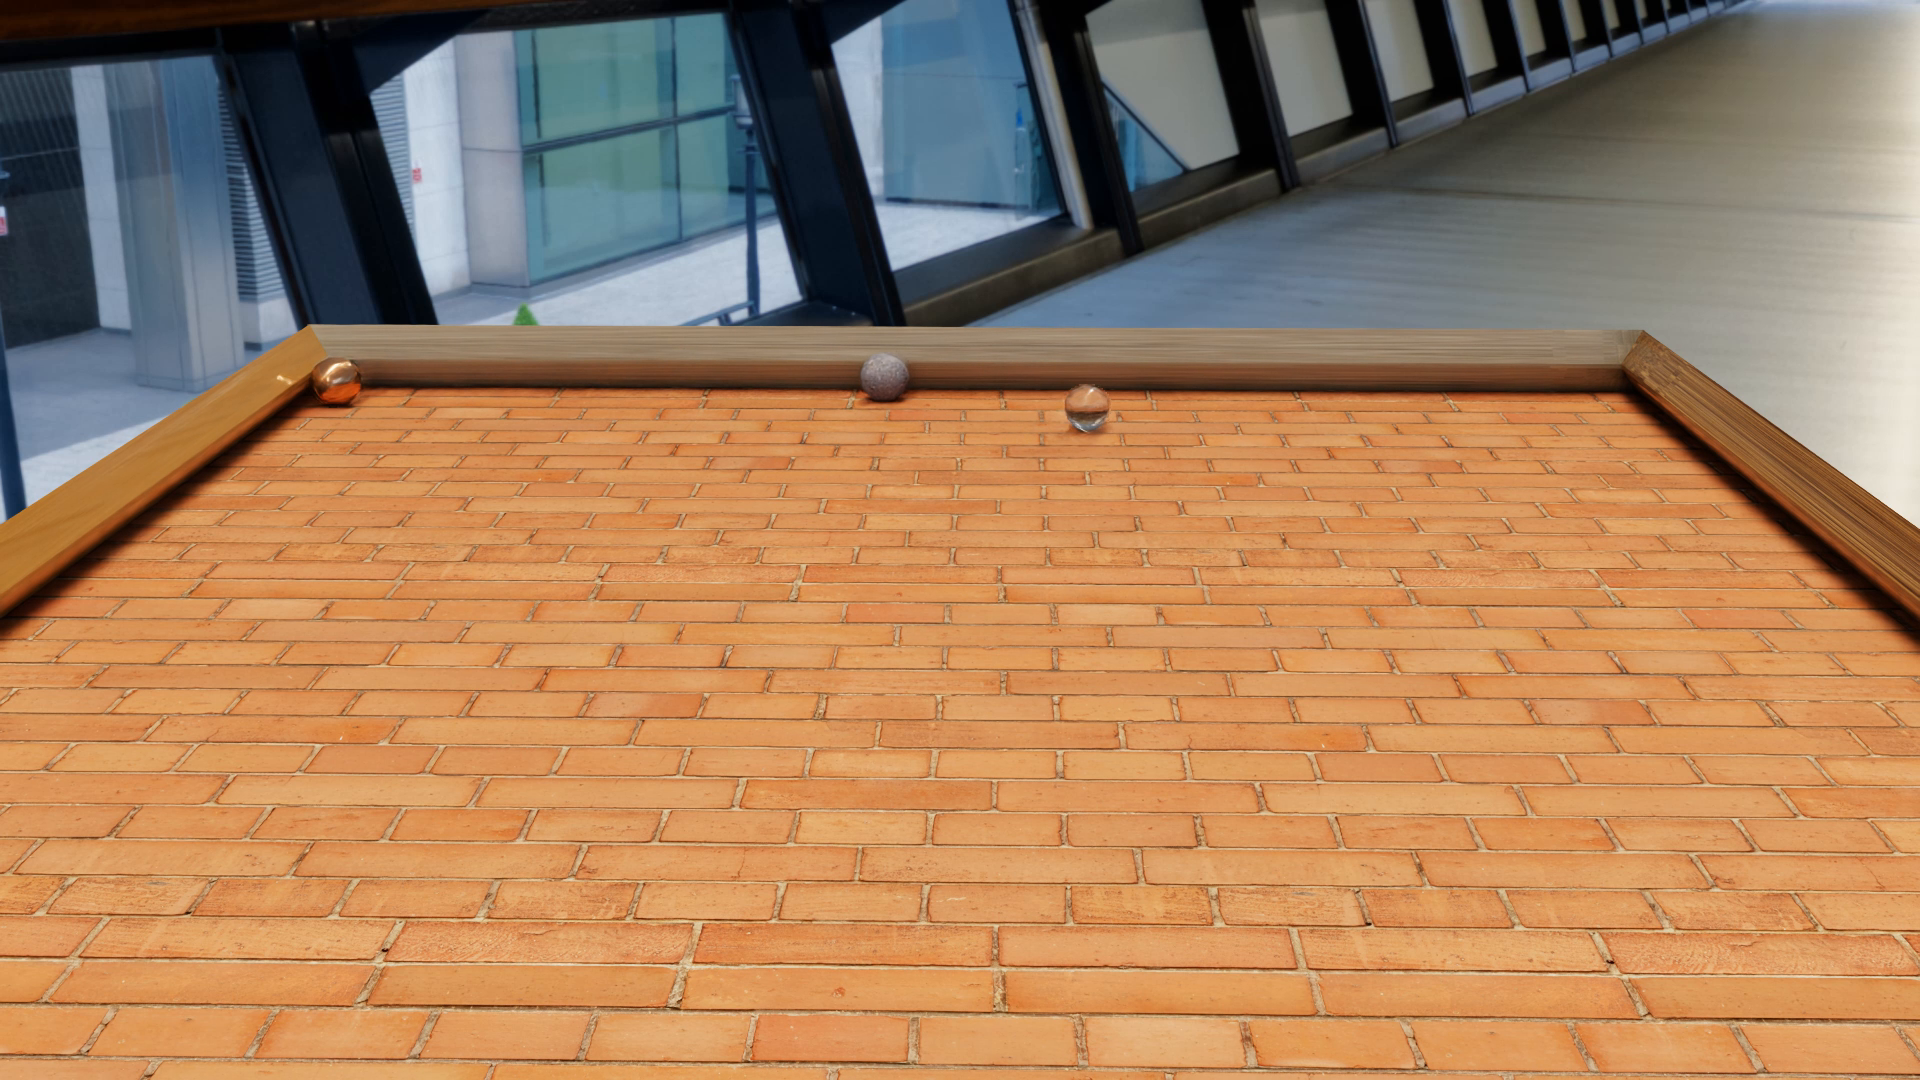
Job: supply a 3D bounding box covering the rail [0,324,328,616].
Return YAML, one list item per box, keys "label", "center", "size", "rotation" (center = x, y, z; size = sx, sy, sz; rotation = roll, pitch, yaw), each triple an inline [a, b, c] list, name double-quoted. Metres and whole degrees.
- label: "rail"
  center: [-1.132, 0.275, 1.822]
  size: [0.045, 0.105, 4.084]
  rotation: [0, 17, 1]

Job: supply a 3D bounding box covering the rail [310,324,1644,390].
- label: "rail"
  center: [0.020, -0.304, 3.731]
  size: [2.271, 0.105, 0.045]
  rotation: [0, 17, 1]

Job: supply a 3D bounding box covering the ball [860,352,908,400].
- label: "ball"
  center: [-0.126, -0.273, 3.672]
  size: [0.081, 0.081, 0.081]
  rotation: [0, 17, 0]

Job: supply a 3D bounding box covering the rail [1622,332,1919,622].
- label: "rail"
  center: [1.091, 0.288, 1.779]
  size: [0.045, 0.105, 4.084]
  rotation: [0, 17, 1]

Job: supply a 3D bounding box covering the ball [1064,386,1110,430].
- label: "ball"
  center: [0.201, -0.208, 3.476]
  size: [0.072, 0.072, 0.072]
  rotation: [0, 17, 0]

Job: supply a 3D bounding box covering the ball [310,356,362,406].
- label: "ball"
  center: [-1.032, -0.262, 3.637]
  size: [0.081, 0.081, 0.081]
  rotation: [0, 17, 0]
